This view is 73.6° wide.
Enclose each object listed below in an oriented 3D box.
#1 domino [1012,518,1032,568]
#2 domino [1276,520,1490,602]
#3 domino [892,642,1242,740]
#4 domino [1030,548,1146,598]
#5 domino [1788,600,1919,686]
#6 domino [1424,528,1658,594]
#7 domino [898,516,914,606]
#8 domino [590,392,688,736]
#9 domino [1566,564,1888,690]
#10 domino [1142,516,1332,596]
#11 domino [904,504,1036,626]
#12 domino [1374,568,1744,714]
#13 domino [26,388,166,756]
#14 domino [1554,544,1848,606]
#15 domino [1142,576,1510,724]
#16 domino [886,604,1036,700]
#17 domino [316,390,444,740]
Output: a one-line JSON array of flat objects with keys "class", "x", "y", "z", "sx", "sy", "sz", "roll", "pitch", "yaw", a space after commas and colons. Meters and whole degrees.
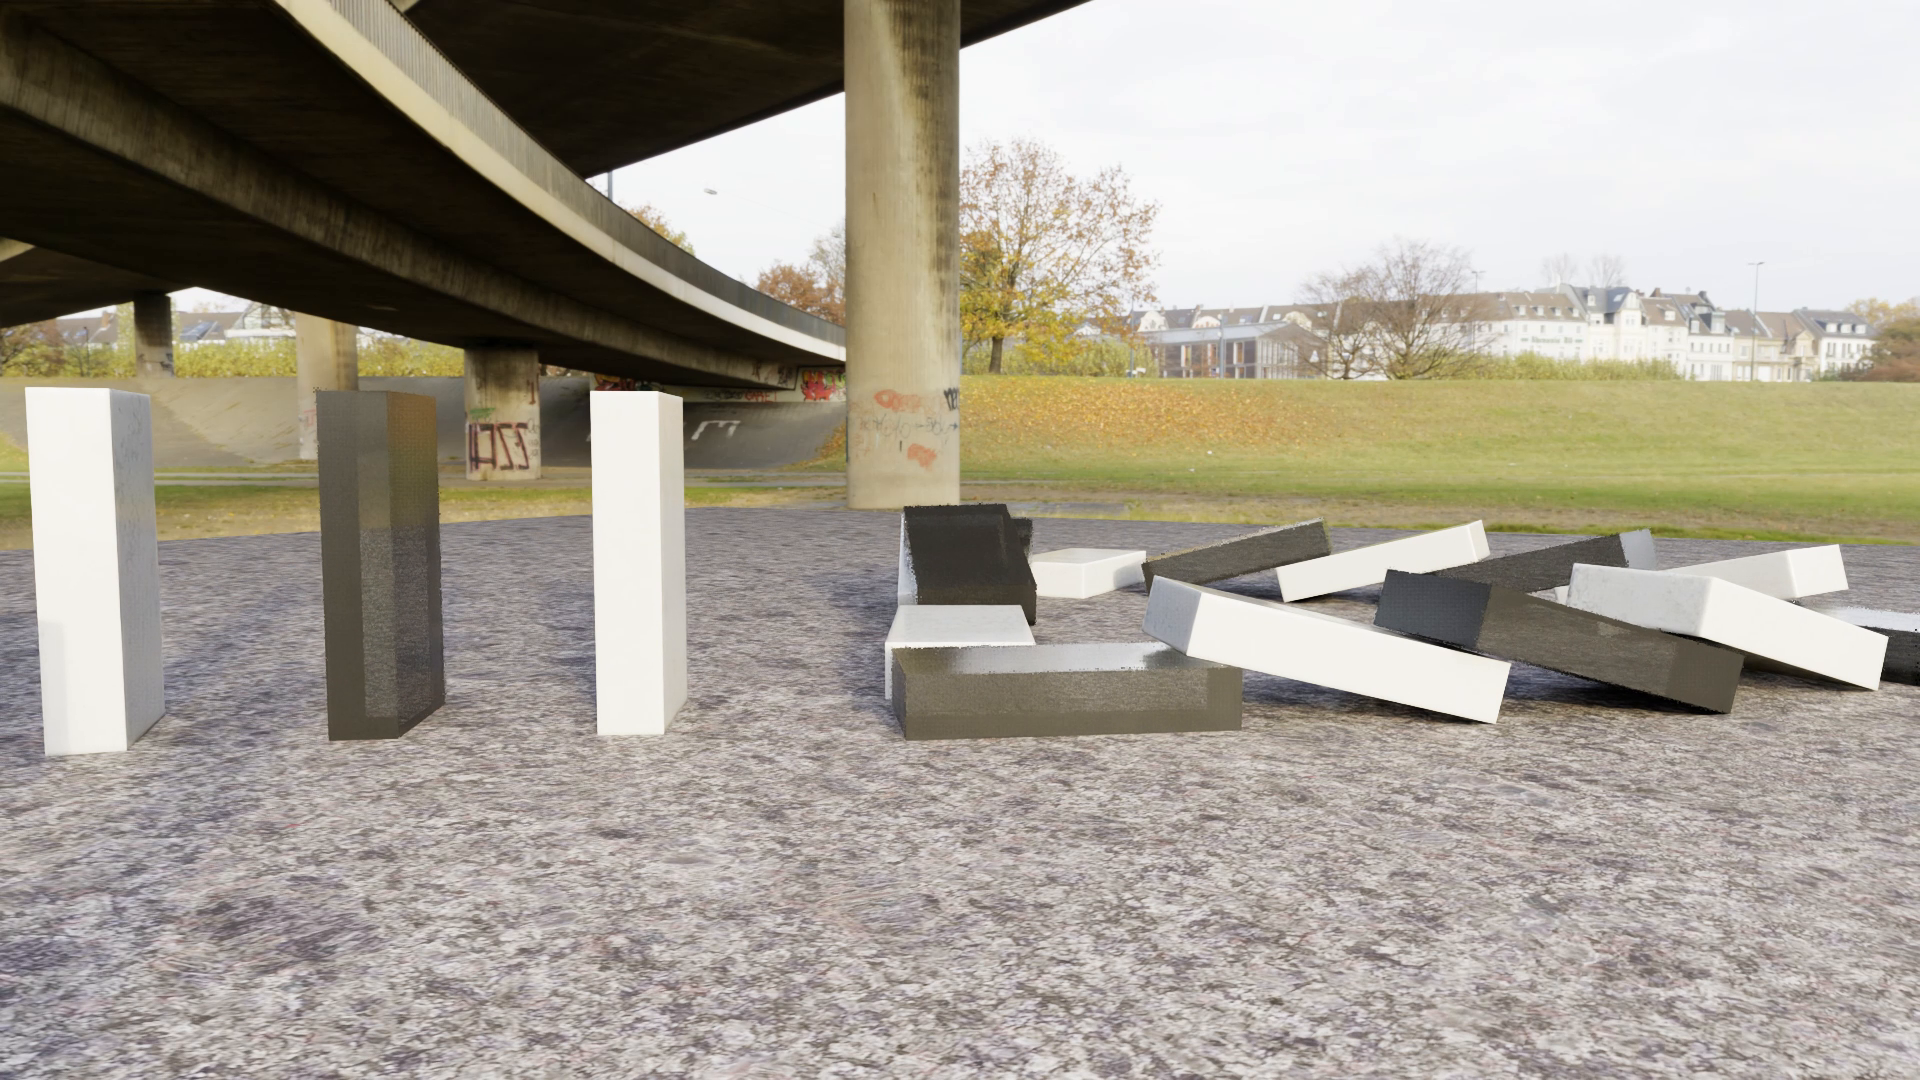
[{"class": "domino", "x": 0.006, "y": 0.006, "z": 0.345, "sx": 0.025, "sy": 0.009, "sz": 0.050, "roll": 0, "pitch": 18, "yaw": 5}, {"class": "domino", "x": 0.113, "y": 0.006, "z": 0.344, "sx": 0.050, "sy": 0.009, "sz": 0.025, "roll": -15, "pitch": -4, "yaw": 29}, {"class": "domino", "x": 0.015, "y": 0.023, "z": 0.199, "sx": 0.050, "sy": 0.010, "sz": 0.025, "roll": -1, "pitch": 4, "yaw": -8}, {"class": "domino", "x": 0.035, "y": 0.009, "z": 0.380, "sx": 0.025, "sy": 0.009, "sz": 0.050, "roll": 2, "pitch": 5, "yaw": 28}, {"class": "domino", "x": 0.174, "y": 0.020, "z": 0.243, "sx": 0.025, "sy": 0.009, "sz": 0.050, "roll": -2, "pitch": 5, "yaw": -24}, {"class": "domino", "x": 0.141, "y": 0.008, "z": 0.317, "sx": 0.050, "sy": 0.010, "sz": 0.025, "roll": -16, "pitch": -8, "yaw": 42}, {"class": "domino", "x": -0.002, "y": 0.007, "z": 0.312, "sx": 0.025, "sy": 0.009, "sz": 0.050, "roll": 0, "pitch": 22, "yaw": -1}, {"class": "domino", "x": -0.049, "y": 0.003, "z": 0.198, "sx": 0.009, "sy": 0.050, "sz": 0.025, "roll": 0, "pitch": 4, "yaw": -4}, {"class": "domino", "x": 0.132, "y": 0.015, "z": 0.221, "sx": 0.050, "sy": 0.010, "sz": 0.025, "roll": 14, "pitch": -2, "yaw": -27}, {"class": "domino", "x": 0.078, "y": 0.004, "z": 0.362, "sx": 0.050, "sy": 0.009, "sz": 0.025, "roll": -14, "pitch": 0, "yaw": 18}, {"class": "domino", "x": 0.001, "y": 0.005, "z": 0.292, "sx": 0.025, "sy": 0.009, "sz": 0.050, "roll": -2, "pitch": 22, "yaw": -5}, {"class": "domino", "x": 0.096, "y": 0.016, "z": 0.207, "sx": 0.050, "sy": 0.009, "sz": 0.025, "roll": 14, "pitch": 0, "yaw": -18}, {"class": "domino", "x": -0.125, "y": 0.004, "z": 0.186, "sx": 0.009, "sy": 0.050, "sz": 0.025, "roll": -2, "pitch": 5, "yaw": -21}, {"class": "domino", "x": 0.163, "y": 0.011, "z": 0.284, "sx": 0.025, "sy": 0.009, "sz": 0.050, "roll": -3, "pitch": -9, "yaw": -36}, {"class": "domino", "x": 0.057, "y": 0.017, "z": 0.204, "sx": 0.050, "sy": 0.009, "sz": 0.025, "roll": 13, "pitch": 2, "yaw": -8}, {"class": "domino", "x": 0.000, "y": 0.020, "z": 0.239, "sx": 0.025, "sy": 0.010, "sz": 0.050, "roll": 0, "pitch": 4, "yaw": 0}, {"class": "domino", "x": -0.087, "y": 0.003, "z": 0.195, "sx": 0.010, "sy": 0.050, "sz": 0.025, "roll": -1, "pitch": 4, "yaw": -7}]
